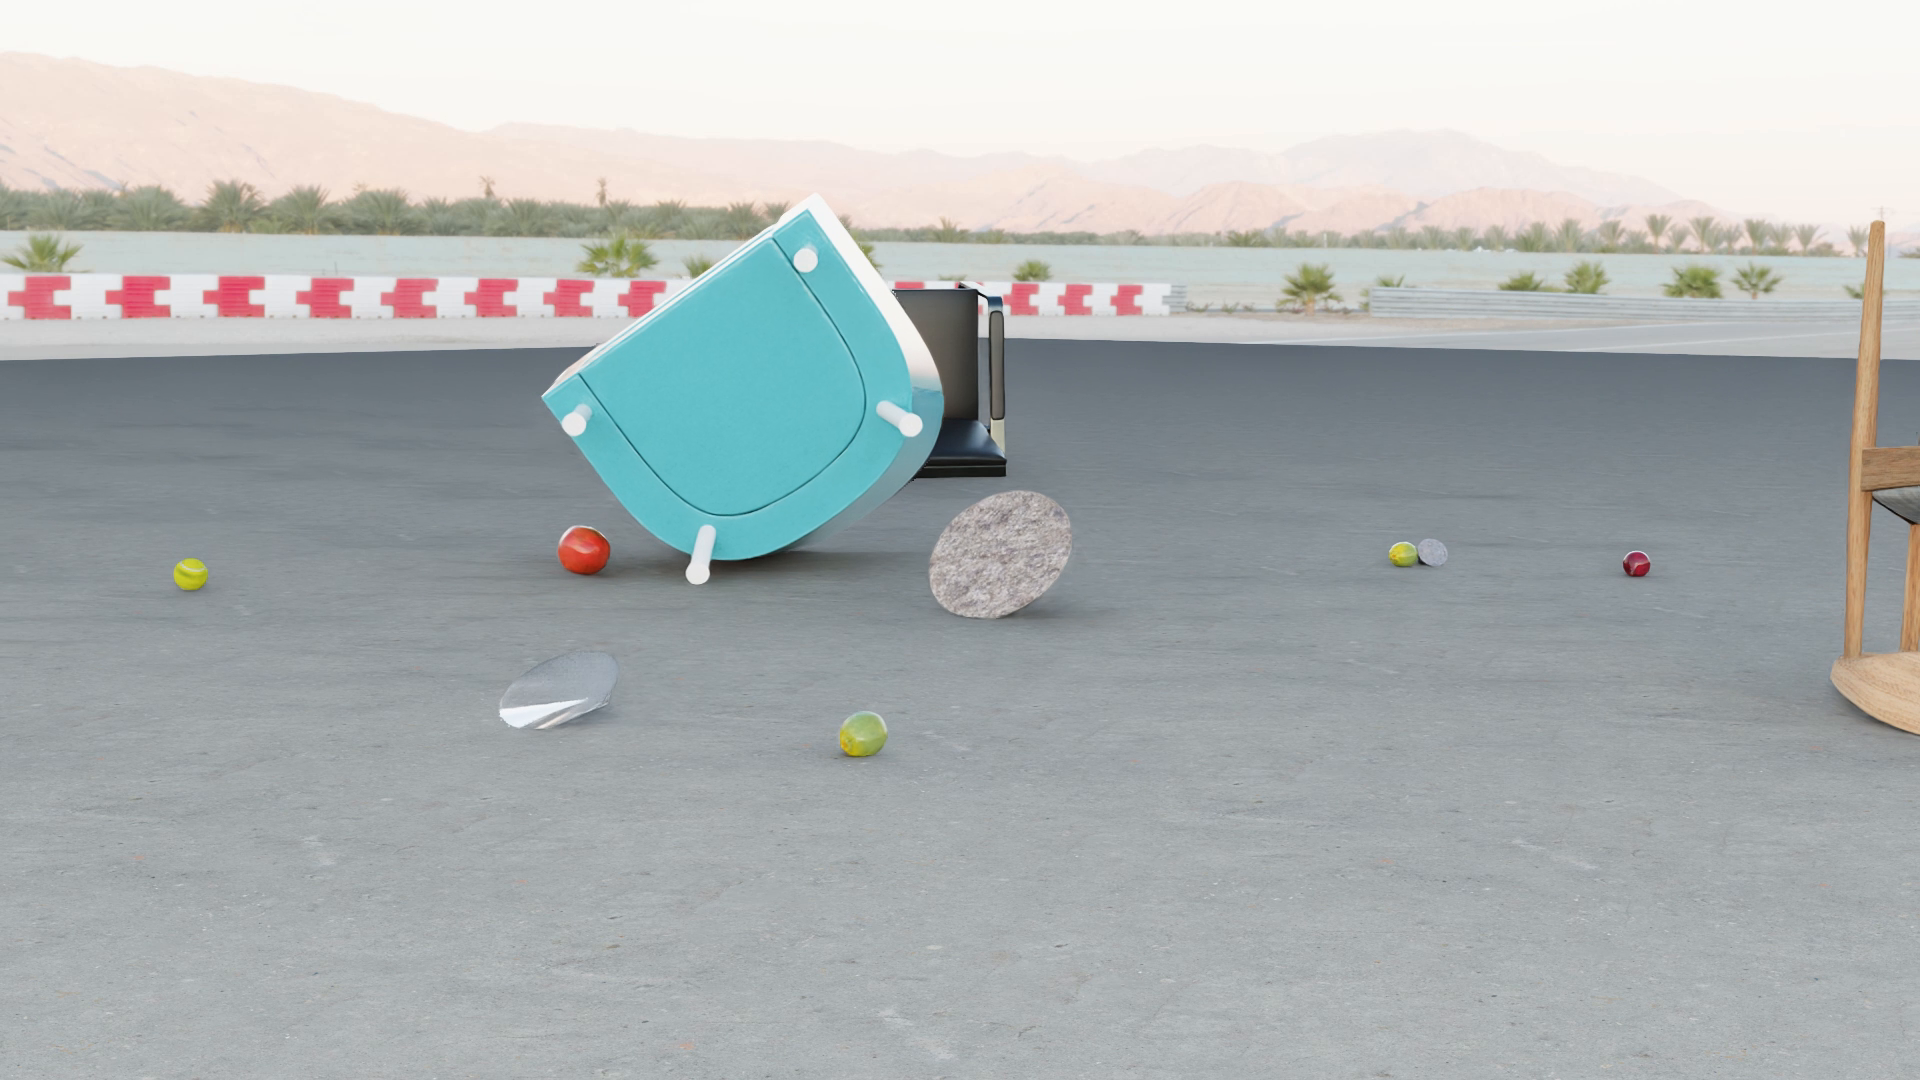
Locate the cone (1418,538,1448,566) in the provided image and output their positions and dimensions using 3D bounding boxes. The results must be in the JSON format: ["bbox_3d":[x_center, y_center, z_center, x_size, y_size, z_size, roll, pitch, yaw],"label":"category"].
[{"bbox_3d":[1.066,0.040,5.876,0.080,0.067,0.063,-11,-18,-27],"label":"cone"}]

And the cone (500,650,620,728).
[{"bbox_3d":[-0.563,0.235,3.849,0.193,0.095,0.228,-23,-12,6],"label":"cone"}]

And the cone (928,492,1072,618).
[{"bbox_3d":[0.107,0.071,5.134,0.300,0.229,0.341,-34,-18,0],"label":"cone"}]
